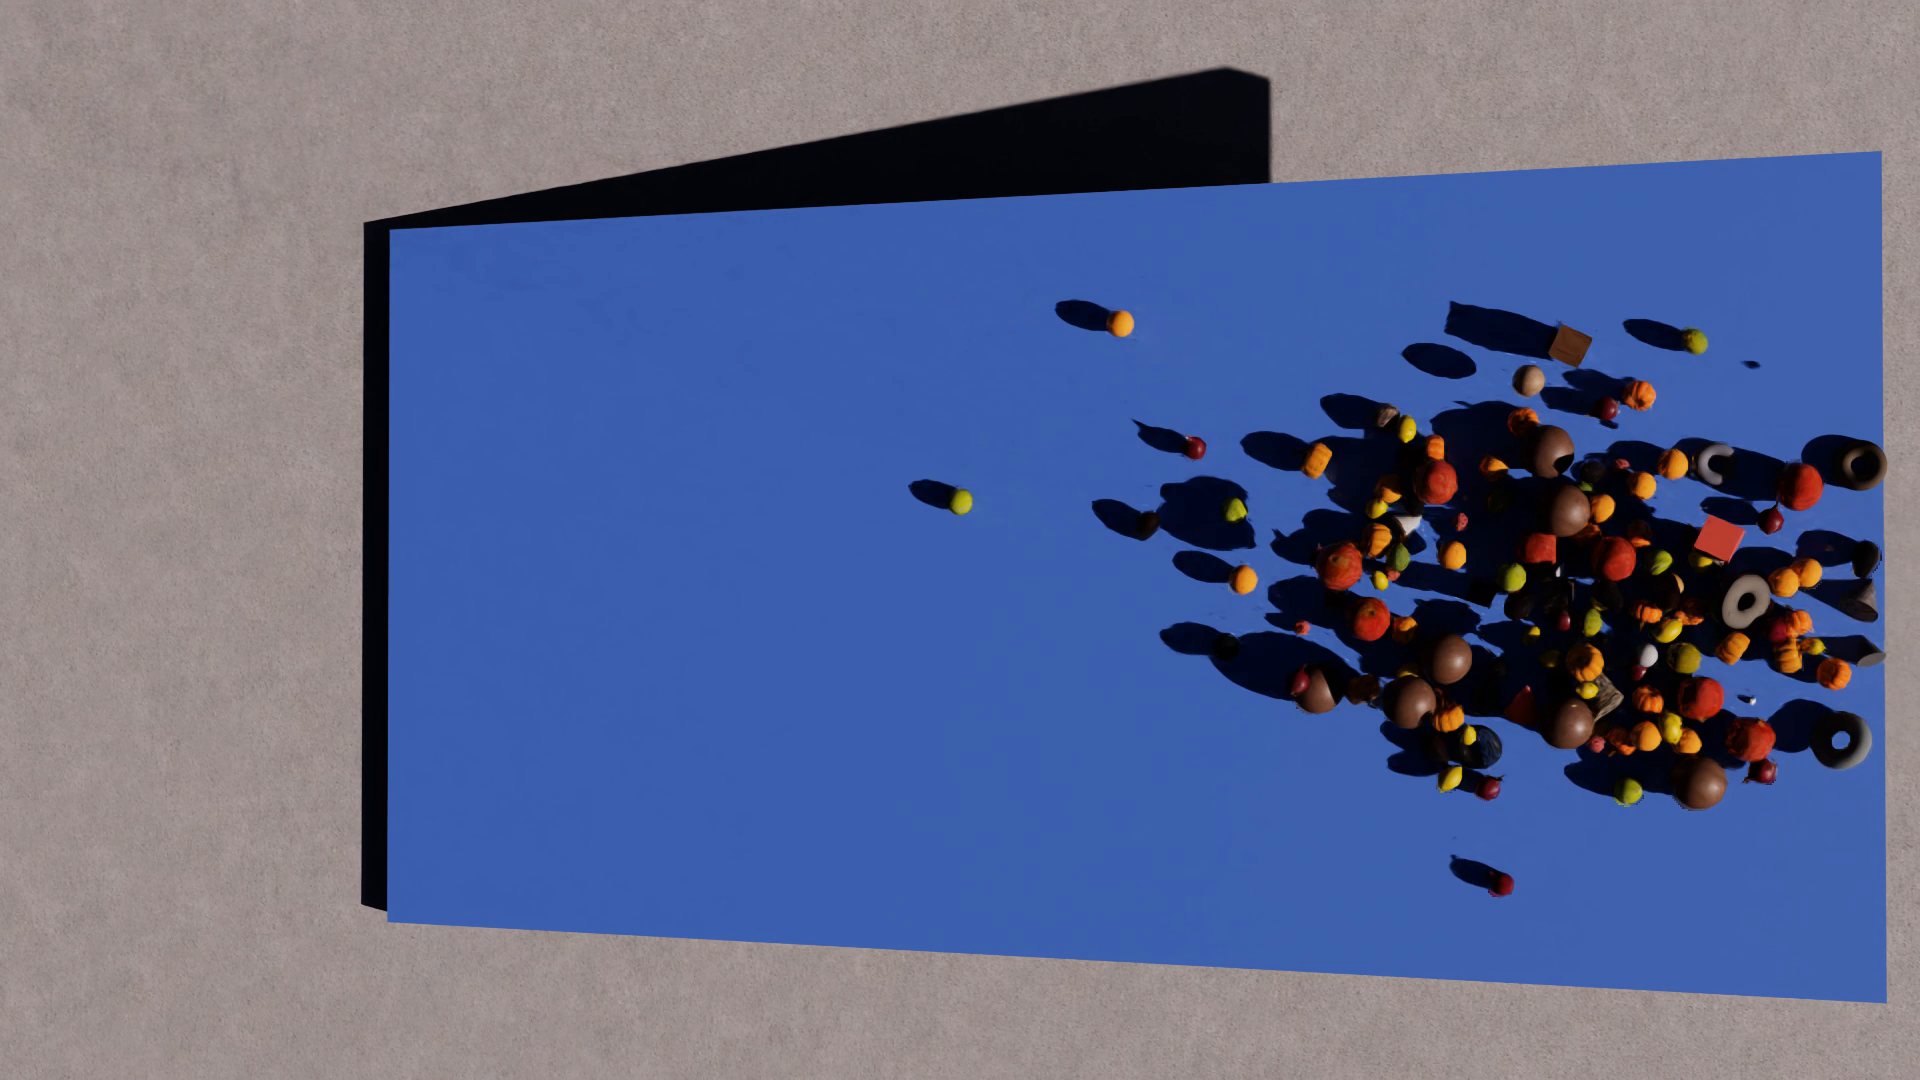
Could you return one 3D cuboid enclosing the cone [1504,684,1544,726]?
[{"bbox_3d":[1.362,0.382,5.294,0.091,0.091,0.091,-2,122,0],"label":"cone"}]

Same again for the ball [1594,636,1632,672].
[{"bbox_3d":[1.572,0.275,5.290,0.086,0.086,0.086,0,89,0],"label":"ball"}]

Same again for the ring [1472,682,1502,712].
[{"bbox_3d":[1.293,0.385,5.404,0.077,0.026,0.077,-15,63,33],"label":"ring"}]

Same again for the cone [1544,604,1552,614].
[{"bbox_3d":[1.440,0.158,5.370,0.063,0.063,0.063,15,121,0],"label":"cone"}]

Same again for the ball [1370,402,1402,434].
[{"bbox_3d":[1.058,-0.303,5.471,0.077,0.077,0.077,0,89,0],"label":"ball"}]

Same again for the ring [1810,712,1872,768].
[{"bbox_3d":[2.059,0.468,5.139,0.139,0.046,0.139,-19,58,34],"label":"ring"}]

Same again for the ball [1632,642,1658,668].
[{"bbox_3d":[1.635,0.275,5.249,0.060,0.060,0.060,0,89,0],"label":"ball"}]

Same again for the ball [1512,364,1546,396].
[{"bbox_3d":[1.371,-0.385,5.303,0.078,0.078,0.078,0,89,0],"label":"ball"}]

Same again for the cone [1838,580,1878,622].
[{"bbox_3d":[2.122,0.128,5.151,0.093,0.093,0.093,34,72,0],"label":"cone"}]

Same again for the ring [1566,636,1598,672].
[{"bbox_3d":[1.515,0.276,5.344,0.086,0.029,0.086,0,88,13],"label":"ring"}]

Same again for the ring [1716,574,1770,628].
[{"bbox_3d":[1.833,0.143,5.146,0.139,0.046,0.139,-8,114,-18],"label":"ring"}]

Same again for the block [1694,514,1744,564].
[{"bbox_3d":[1.774,-0.002,5.140,0.085,0.085,0.085,27,96,21],"label":"block"}]

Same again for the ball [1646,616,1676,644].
[{"bbox_3d":[1.682,0.215,5.273,0.067,0.067,0.067,0,89,0],"label":"ball"}]

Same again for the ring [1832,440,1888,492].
[{"bbox_3d":[2.111,-0.175,5.160,0.121,0.040,0.121,-1,88,16],"label":"ring"}]

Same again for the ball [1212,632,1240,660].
[{"bbox_3d":[0.675,0.271,5.585,0.070,0.070,0.070,0,89,0],"label":"ball"}]

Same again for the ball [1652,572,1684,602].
[{"bbox_3d":[1.697,0.112,5.269,0.071,0.071,0.071,0,89,0],"label":"ball"}]

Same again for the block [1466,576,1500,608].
[{"bbox_3d":[1.283,0.129,5.403,0.060,0.060,0.060,20,95,17],"label":"block"}]

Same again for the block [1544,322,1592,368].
[{"bbox_3d":[1.466,-0.471,5.304,0.080,0.080,0.080,25,103,3],"label":"block"}]

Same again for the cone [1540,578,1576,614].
[{"bbox_3d":[1.460,0.115,5.303,0.090,0.090,0.090,-37,89,-33],"label":"cone"}]

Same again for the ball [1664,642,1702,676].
[{"bbox_3d":[1.725,0.283,5.250,0.084,0.084,0.084,0,89,0],"label":"ball"}]

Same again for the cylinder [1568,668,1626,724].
[{"bbox_3d":[1.533,0.375,5.291,0.094,0.094,0.094,-37,61,0],"label":"cylinder"}]

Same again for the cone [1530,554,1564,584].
[{"bbox_3d":[1.452,0.099,5.359,0.090,0.090,0.090,-40,108,-1],"label":"cone"}]

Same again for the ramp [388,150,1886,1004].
[{"bbox_3d":[0.274,0.094,5.802,4.000,0.100,2.000,0,89,17],"label":"ramp"}]

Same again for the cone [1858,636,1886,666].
[{"bbox_3d":[2.126,0.252,5.154,0.067,0.067,0.067,-9,59,0],"label":"cone"}]

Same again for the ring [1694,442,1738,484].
[{"bbox_3d":[1.807,-0.183,5.258,0.103,0.034,0.103,0,89,19],"label":"ring"}]

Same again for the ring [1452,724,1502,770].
[{"bbox_3d":[1.267,0.507,5.395,0.123,0.041,0.123,12,121,20],"label":"ring"}]

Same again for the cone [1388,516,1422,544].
[{"bbox_3d":[1.122,-0.043,5.469,0.078,0.078,0.078,-28,89,-12],"label":"cone"}]
